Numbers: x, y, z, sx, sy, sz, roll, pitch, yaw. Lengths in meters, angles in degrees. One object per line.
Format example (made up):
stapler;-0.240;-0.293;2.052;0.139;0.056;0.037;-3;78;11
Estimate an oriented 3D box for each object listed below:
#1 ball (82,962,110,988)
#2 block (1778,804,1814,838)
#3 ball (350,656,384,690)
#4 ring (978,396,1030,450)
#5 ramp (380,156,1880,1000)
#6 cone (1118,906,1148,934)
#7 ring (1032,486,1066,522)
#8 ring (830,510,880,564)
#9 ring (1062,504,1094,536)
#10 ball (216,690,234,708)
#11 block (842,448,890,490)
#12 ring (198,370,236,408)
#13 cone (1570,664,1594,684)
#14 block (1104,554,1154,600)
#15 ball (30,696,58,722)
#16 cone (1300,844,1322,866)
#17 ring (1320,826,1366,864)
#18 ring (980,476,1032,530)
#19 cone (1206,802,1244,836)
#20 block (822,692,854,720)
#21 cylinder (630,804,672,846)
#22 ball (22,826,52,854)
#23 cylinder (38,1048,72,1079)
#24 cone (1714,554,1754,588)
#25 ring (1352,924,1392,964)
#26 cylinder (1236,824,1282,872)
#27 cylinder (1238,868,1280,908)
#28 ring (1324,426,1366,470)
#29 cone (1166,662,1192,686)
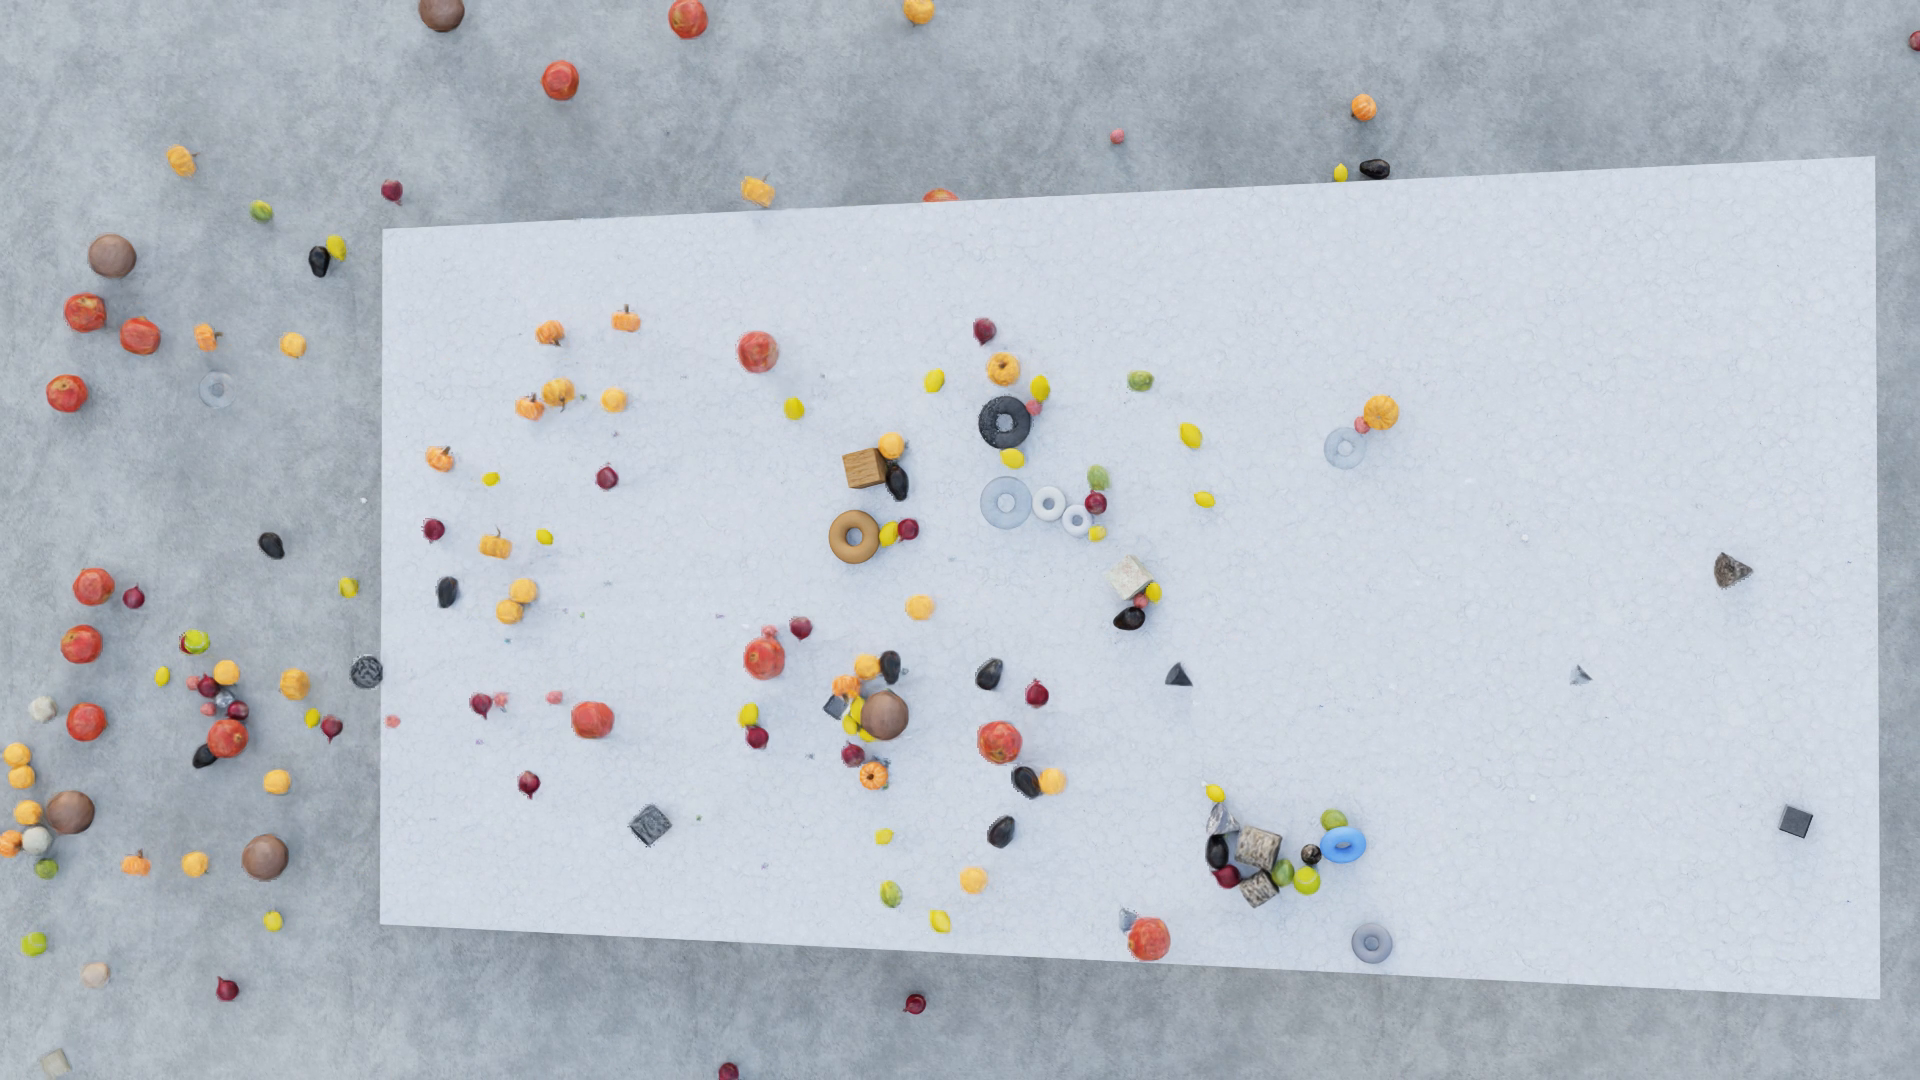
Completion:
ball;-2.503;1.260;6.369;0.078;0.078;0.078;0;89;0
block;1.987;0.669;5.232;0.060;0.060;0.060;20;95;15
ball;-1.695;0.380;6.285;0.093;0.093;0.093;0;89;0
ring;0.117;-0.309;5.795;0.143;0.048;0.143;0;89;15
ramp;0.270;0.096;5.821;4.000;0.100;2.000;0;89;16
cone;0.453;0.985;5.686;0.072;0.072;0.072;3;89;-11
ring;0.233;-0.094;5.766;0.093;0.031;0.093;0;90;15
ring;-0.283;-0.008;5.905;0.146;0.049;0.146;-1;88;17
ring;0.308;-0.051;5.745;0.086;0.029;0.086;0;90;15
ball;-2.136;0.461;6.394;0.050;0.050;0.050;0;89;0
block;-0.251;-0.191;5.877;0.090;0.090;0.090;-14;85;16
ring;-2.166;-0.439;6.414;0.111;0.037;0.111;0;88;0
cone;1.531;0.336;5.389;0.050;0.050;0.050;15;89;-11
block;0.437;0.097;5.677;0.084;0.084;0.084;-42;79;12
ball;-2.660;0.490;6.381;0.076;0.076;0.076;0;89;0
cone;0.883;0.798;5.553;0.053;0.053;0.053;0;89;16
ring;0.961;0.765;5.516;0.116;0.039;0.116;0;129;0
ring;0.122;-0.098;5.790;0.143;0.048;0.143;0;90;15
cone;0.690;0.727;5.617;0.090;0.090;0.090;22;89;-11
block;-0.327;0.448;5.909;0.052;0.052;0.052;36;99;14
cylinder;-0.847;0.781;6.022;0.083;0.083;0.083;-42;89;-4
ball;-2.675;0.870;6.373;0.081;0.081;0.081;0;89;0
cylinder;-2.621;1.519;6.368;0.069;0.069;0.069;-26;90;0
cone;1.873;0.073;5.286;0.083;0.083;0.083;0;89;-11
ring;1.033;1.012;5.516;0.103;0.034;0.103;1;92;19
cylinder;0.756;0.780;5.569;0.094;0.094;0.094;16;89;16
cylinder;0.759;0.883;5.577;0.075;0.075;0.075;-34;89;13
ring;0.972;-0.232;5.552;0.108;0.036;0.108;0;90;15
cone;0.575;0.360;5.661;0.066;0.066;0.066;32;89;-13
